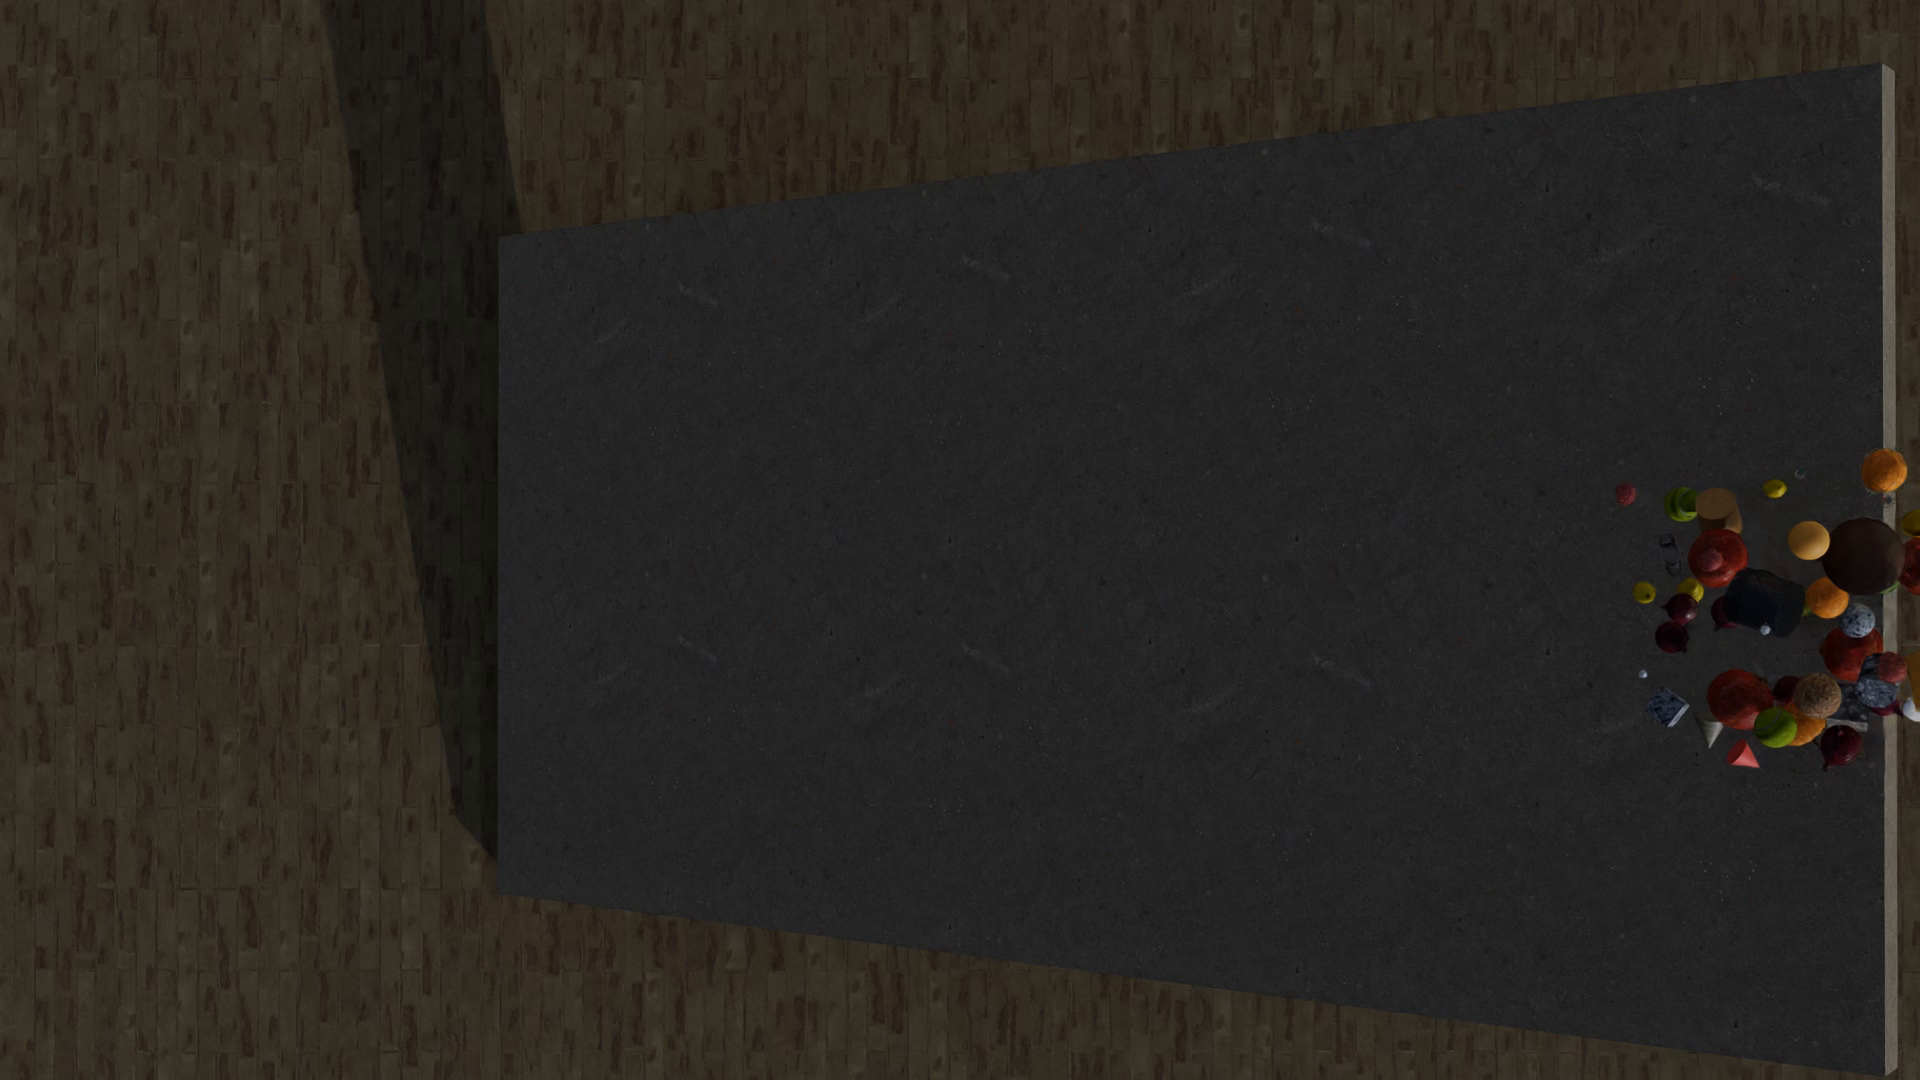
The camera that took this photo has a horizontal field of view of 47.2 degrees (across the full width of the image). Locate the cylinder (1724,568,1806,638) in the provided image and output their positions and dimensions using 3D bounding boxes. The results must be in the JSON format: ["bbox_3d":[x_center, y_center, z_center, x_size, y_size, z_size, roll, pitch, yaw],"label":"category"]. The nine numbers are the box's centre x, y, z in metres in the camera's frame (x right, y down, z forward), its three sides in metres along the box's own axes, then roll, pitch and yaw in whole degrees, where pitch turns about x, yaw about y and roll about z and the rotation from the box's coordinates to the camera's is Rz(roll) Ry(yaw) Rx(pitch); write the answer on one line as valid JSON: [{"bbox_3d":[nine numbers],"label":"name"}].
[{"bbox_3d":[1.342,0.104,3.669,0.094,0.094,0.094,23,89,43],"label":"cylinder"}]

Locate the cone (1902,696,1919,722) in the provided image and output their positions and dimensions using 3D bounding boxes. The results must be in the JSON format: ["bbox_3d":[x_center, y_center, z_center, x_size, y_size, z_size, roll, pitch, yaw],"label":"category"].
[{"bbox_3d":[1.610,0.267,3.685,0.055,0.055,0.055,-11,47,12],"label":"cone"}]

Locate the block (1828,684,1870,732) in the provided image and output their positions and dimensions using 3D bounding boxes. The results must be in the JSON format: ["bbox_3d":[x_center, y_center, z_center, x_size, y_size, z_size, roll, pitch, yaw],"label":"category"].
[{"bbox_3d":[1.496,0.282,3.699,0.063,0.063,0.063,5,72,24],"label":"block"}]

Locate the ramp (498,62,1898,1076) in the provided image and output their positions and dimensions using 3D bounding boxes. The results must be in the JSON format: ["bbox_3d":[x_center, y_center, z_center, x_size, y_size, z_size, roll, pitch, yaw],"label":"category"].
[{"bbox_3d":[0.237,0.066,5.558,4.000,0.100,2.000,0,89,36],"label":"ramp"}]

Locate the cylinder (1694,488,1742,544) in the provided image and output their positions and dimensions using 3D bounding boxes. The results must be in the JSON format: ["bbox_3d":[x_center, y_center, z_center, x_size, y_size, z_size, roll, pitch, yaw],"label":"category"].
[{"bbox_3d":[1.467,-0.047,4.251,0.077,0.077,0.077,-16,47,18],"label":"cylinder"}]

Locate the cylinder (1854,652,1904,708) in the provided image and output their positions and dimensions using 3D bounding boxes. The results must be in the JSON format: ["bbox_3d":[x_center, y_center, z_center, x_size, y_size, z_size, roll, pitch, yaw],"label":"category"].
[{"bbox_3d":[1.433,0.219,3.428,0.061,0.061,0.061,36,52,0],"label":"cylinder"}]

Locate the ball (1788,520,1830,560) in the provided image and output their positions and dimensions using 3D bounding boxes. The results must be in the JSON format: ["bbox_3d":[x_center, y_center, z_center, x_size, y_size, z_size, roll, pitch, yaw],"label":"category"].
[{"bbox_3d":[1.391,0.001,3.603,0.064,0.064,0.064,0,90,0],"label":"ball"}]

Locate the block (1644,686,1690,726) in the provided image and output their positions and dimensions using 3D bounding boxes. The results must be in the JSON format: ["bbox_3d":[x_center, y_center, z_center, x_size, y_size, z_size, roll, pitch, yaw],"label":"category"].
[{"bbox_3d":[1.369,0.323,4.257,0.055,0.055,0.055,41,105,26],"label":"block"}]

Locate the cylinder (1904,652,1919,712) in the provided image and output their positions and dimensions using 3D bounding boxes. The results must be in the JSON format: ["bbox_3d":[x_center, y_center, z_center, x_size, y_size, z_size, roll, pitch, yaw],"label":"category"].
[{"bbox_3d":[1.585,0.225,3.563,0.087,0.087,0.087,-6,74,0],"label":"cylinder"}]

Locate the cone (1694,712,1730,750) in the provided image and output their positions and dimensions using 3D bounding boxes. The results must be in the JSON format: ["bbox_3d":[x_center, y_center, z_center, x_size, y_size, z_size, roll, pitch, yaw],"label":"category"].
[{"bbox_3d":[1.425,0.366,4.177,0.065,0.065,0.065,0,103,0],"label":"cone"}]

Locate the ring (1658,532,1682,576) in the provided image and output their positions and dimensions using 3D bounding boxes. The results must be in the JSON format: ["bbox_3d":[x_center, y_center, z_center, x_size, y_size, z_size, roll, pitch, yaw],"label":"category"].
[{"bbox_3d":[1.452,0.029,4.494,0.031,0.092,0.092,-15,90,18],"label":"ring"}]

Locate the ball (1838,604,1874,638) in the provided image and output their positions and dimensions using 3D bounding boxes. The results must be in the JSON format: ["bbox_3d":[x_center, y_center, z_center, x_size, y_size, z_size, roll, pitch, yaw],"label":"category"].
[{"bbox_3d":[1.676,0.150,4.113,0.065,0.065,0.065,0,90,0],"label":"ball"}]

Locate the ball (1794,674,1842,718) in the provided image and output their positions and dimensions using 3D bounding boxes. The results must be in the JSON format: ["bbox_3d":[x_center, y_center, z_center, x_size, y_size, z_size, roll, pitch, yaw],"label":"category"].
[{"bbox_3d":[1.323,0.240,3.393,0.069,0.069,0.069,0,90,0],"label":"ball"}]
